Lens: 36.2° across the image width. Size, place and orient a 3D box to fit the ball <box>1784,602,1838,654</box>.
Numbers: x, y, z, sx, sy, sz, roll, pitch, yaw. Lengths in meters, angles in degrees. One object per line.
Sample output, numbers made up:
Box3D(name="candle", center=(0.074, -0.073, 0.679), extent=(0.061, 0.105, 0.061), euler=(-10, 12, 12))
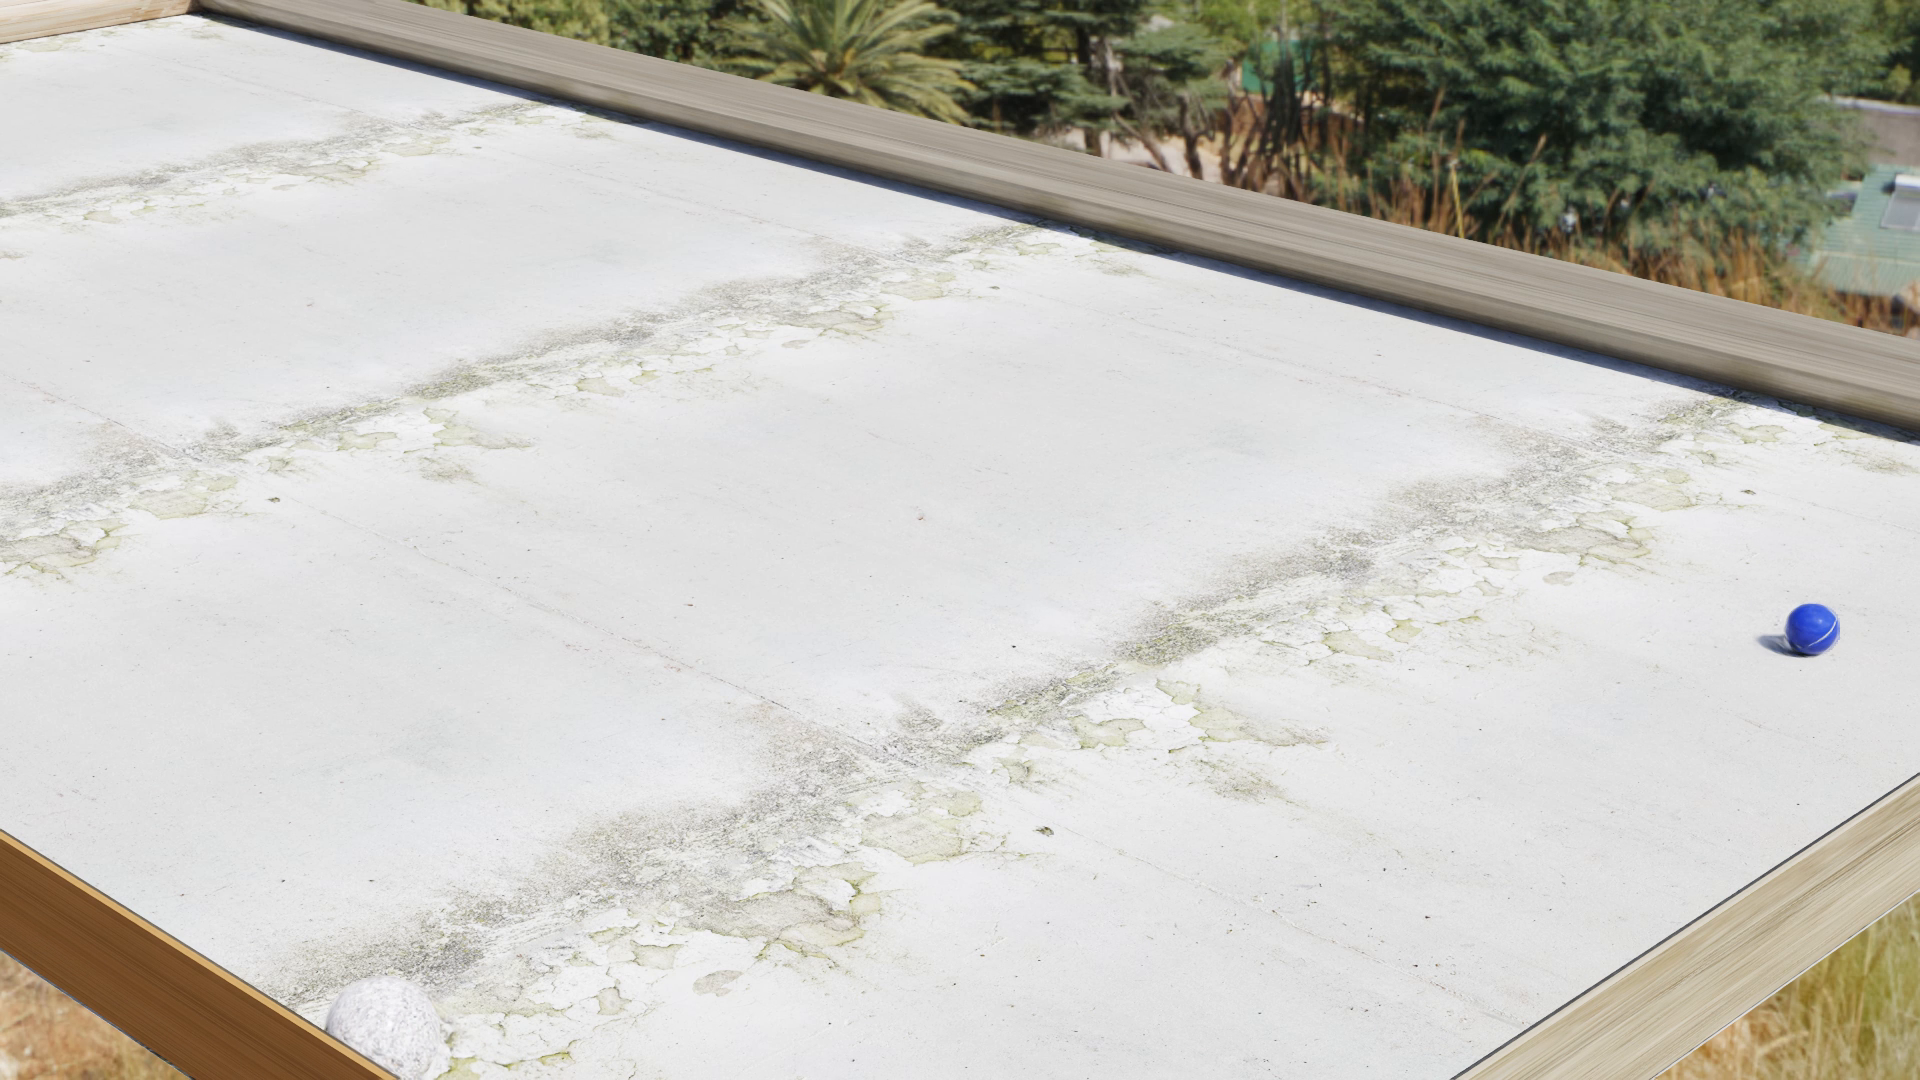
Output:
Box3D(name="ball", center=(0.712, 0.074, 2.461), extent=(0.044, 0.044, 0.044), euler=(0, 21, 0))

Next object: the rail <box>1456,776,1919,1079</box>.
Box3D(name="rail", center=(0.636, 0.206, 2.050), extent=(0.045, 0.094, 1.903), euler=(19, 28, 40))

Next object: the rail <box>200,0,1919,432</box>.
Box3D(name="rail", center=(-0.007, -0.488, 3.836), extent=(3.638, 0.094, 0.045), euler=(19, 28, 40))

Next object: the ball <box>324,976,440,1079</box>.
Box3D(name="ball", center=(-0.358, 0.307, 1.823), extent=(0.071, 0.071, 0.071), euler=(0, 21, 0))

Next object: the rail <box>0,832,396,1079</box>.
Box3D(name="rail", center=(-1.299, -0.006, 2.595), extent=(3.638, 0.094, 0.045), euler=(19, 28, 40))

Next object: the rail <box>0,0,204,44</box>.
Box3D(name="rail", center=(-1.941, -0.700, 4.381), extent=(0.045, 0.094, 1.903), euler=(19, 28, 40))
